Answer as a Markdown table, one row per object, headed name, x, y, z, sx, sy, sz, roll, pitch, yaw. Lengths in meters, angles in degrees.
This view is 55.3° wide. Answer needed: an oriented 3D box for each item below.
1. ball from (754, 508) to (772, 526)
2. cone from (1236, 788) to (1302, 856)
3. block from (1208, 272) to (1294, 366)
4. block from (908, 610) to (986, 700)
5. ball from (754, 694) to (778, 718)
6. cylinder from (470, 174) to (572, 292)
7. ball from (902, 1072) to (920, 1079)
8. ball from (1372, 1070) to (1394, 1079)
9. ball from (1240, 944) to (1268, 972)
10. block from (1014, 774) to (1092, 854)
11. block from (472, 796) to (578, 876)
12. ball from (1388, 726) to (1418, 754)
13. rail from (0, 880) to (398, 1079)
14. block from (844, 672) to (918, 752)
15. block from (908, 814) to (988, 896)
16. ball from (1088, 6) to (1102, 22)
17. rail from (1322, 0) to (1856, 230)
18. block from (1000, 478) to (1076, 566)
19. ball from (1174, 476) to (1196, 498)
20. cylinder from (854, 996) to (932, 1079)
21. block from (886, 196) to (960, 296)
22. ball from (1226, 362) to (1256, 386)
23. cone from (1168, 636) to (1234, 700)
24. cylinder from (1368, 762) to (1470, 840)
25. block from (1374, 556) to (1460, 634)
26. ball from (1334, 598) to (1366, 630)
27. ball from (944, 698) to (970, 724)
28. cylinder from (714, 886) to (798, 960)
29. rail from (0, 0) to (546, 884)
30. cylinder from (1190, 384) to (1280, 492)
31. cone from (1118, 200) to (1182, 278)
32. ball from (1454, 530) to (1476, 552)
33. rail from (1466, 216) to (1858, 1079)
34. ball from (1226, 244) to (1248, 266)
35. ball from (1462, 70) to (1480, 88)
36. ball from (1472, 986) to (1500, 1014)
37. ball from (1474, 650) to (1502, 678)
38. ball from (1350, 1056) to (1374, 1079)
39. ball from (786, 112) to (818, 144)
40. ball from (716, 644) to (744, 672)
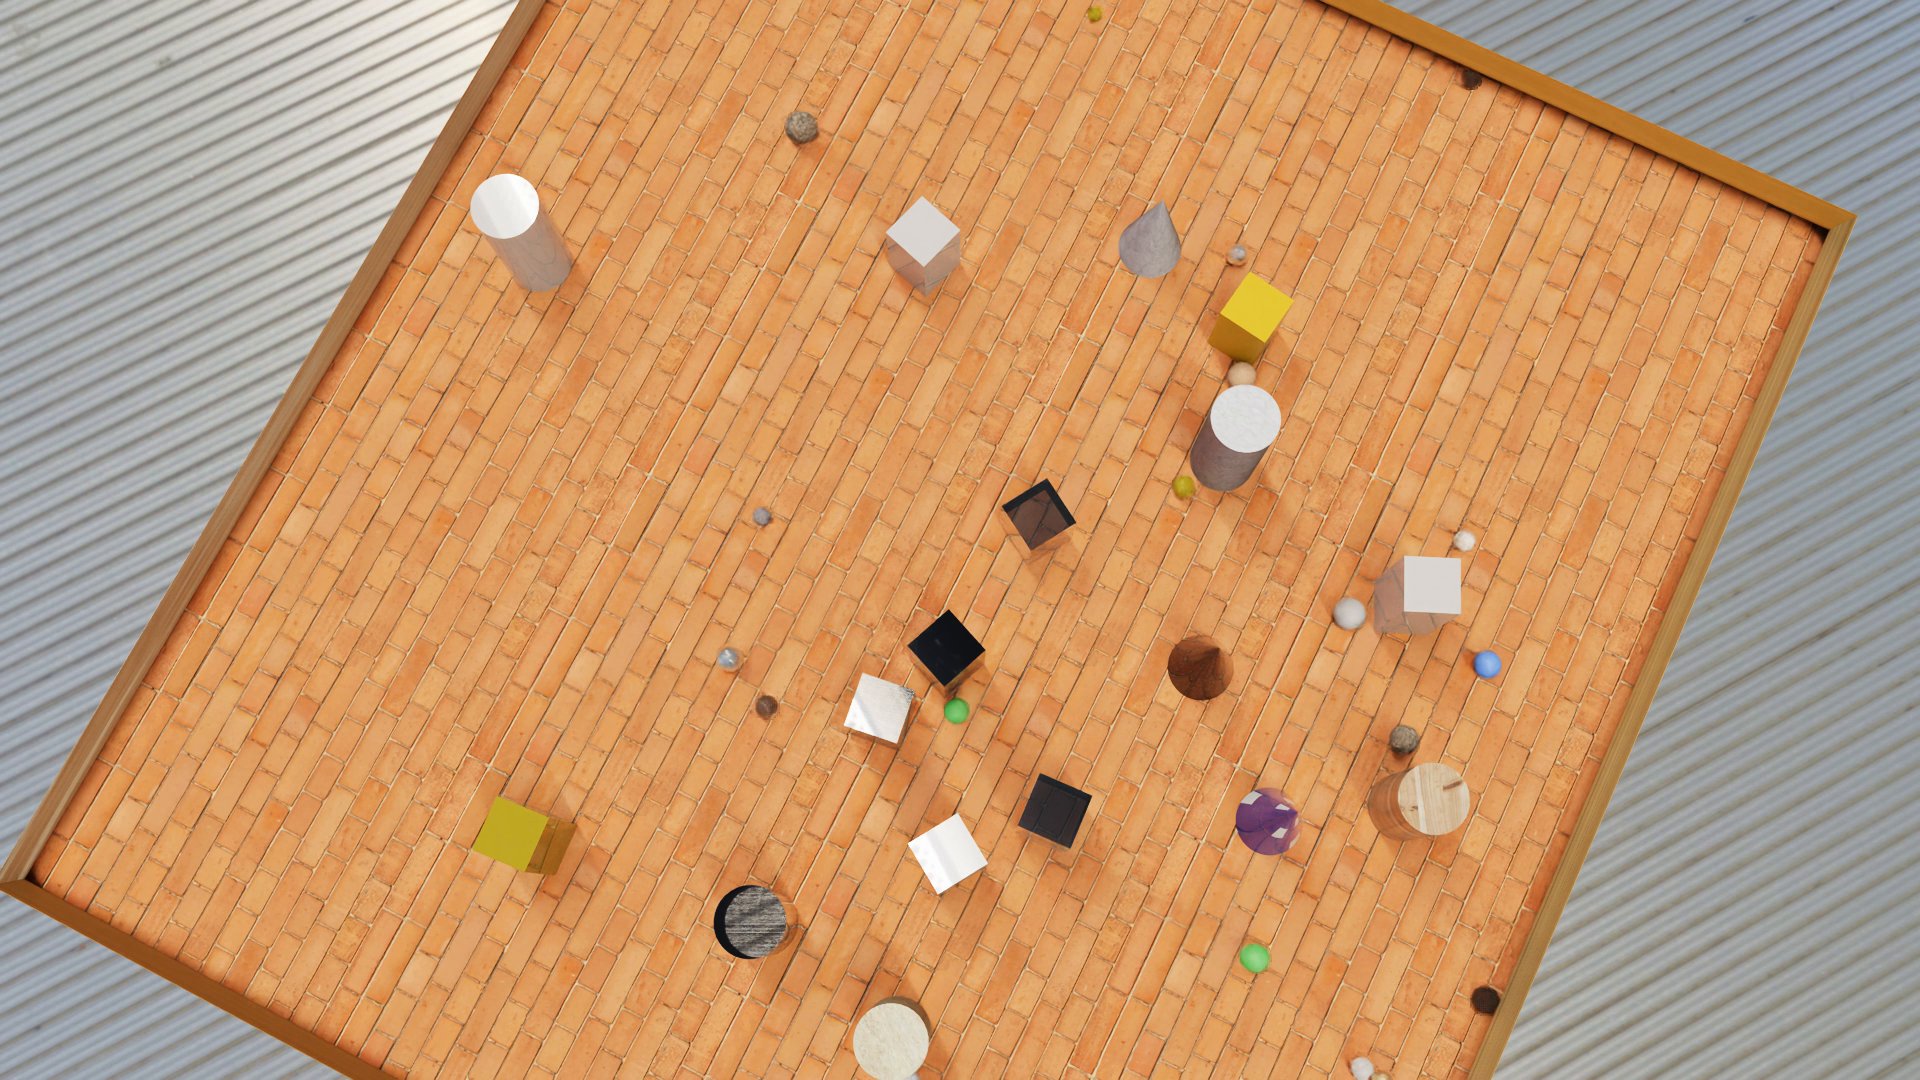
| name | x | y | z | sx | sy | sz | roll | pitch | yaw |
| --- | --- | --- | --- | --- | --- | --- | --- | --- | --- |
| ball | -0.604 | -0.070 | 5.604 | 0.054 | 0.054 | 0.054 | 0 | 78 | 0 |
| cone | 0.918 | 0.787 | 5.210 | 0.200 | 0.476 | 0.200 | 0 | 78 | 0 |
| block | 0.887 | -0.666 | 5.608 | 0.160 | 0.287 | 0.160 | 35 | 80 | 7 |
| block | -0.039 | 0.339 | 5.394 | 0.160 | 0.299 | 0.160 | -41 | 81 | -8 |
| ball | -0.578 | 0.498 | 5.478 | 0.069 | 0.069 | 0.069 | 0 | 78 | 0 |
| cylinder | -1.328 | -0.926 | 5.571 | 0.200 | 0.466 | 0.200 | 0 | 78 | 0 |
| ball | -0.155 | 1.561 | 5.248 | 0.088 | 0.088 | 0.088 | 0 | 78 | 0 |
| ball | 1.214 | 1.552 | 5.264 | 0.062 | 0.062 | 0.062 | 0 | 78 | 0 |
| ball | 0.854 | 1.214 | 5.323 | 0.084 | 0.084 | 0.084 | 0 | 78 | 0 |
| block | 0.264 | 0.789 | 5.269 | 0.160 | 0.361 | 0.160 | 23 | 79 | 5 |
| block | -1.239 | 0.849 | 5.242 | 0.160 | 0.390 | 0.160 | 22 | 79 | 4 |
| ball | 1.320 | 0.595 | 5.449 | 0.087 | 0.087 | 0.087 | 0 | 78 | 0 |
| rail | -0.957 | 1.881 | 5.160 | 4.079 | 0.130 | 0.045 | 26 | 80 | 5 |
| block | -0.230 | 0.507 | 5.380 | 0.160 | 0.258 | 0.160 | 18 | 79 | 4 |
| block | -0.033 | 0.901 | 5.227 | 0.160 | 0.397 | 0.160 | -31 | 80 | -6 |
| ball | 0.439 | -1.705 | 5.945 | 0.048 | 0.048 | 0.048 | 0 | 78 | 0 |
| rail | 0.957 | -1.867 | 5.936 | 4.079 | 0.130 | 0.045 | 26 | 80 | 5 |
| block | 0.232 | -0.051 | 5.503 | 0.160 | 0.244 | 0.160 | -32 | 80 | -6 |
| ball | 0.688 | -0.162 | 5.615 | 0.069 | 0.069 | 0.069 | 0 | 78 | 0 |
| cylinder | -0.183 | 1.377 | 5.085 | 0.200 | 0.483 | 0.200 | 0 | 78 | 0 |
| block | -0.111 | -0.903 | 5.661 | 0.160 | 0.278 | 0.160 | 43 | 81 | 8 |
| ball | 0.872 | -0.507 | 5.675 | 0.091 | 0.091 | 0.091 | 0 | 78 | 0 |
| cone | 0.727 | 0.344 | 5.335 | 0.200 | 0.412 | 0.200 | 0 | 78 | 0 |
| cylinder | 1.313 | 0.756 | 5.263 | 0.200 | 0.386 | 0.200 | 0 | 78 | 0 |
| block | 1.340 | 0.166 | 5.385 | 0.160 | 0.386 | 0.160 | 3 | 78 | 1 |
| ball | 1.174 | 0.221 | 5.521 | 0.097 | 0.097 | 0.097 | 0 | 78 | 0 |
| ball | -0.008 | 0.509 | 5.472 | 0.076 | 0.076 | 0.076 | 0 | 78 | 0 |
| cylinder | -0.574 | 1.083 | 5.195 | 0.200 | 0.387 | 0.200 | 0 | 78 | 0 |
| rail | -1.803 | -0.876 | 5.731 | 0.045 | 0.130 | 4.327 | 26 | 80 | 5 |
| cylinder | 0.811 | -0.296 | 5.432 | 0.200 | 0.481 | 0.200 | 0 | 78 | 0 |
| cone | 0.601 | -0.966 | 5.613 | 0.200 | 0.398 | 0.200 | 0 | 78 | 0 |
| ball | 1.537 | 0.001 | 5.583 | 0.065 | 0.065 | 0.065 | 0 | 78 | 0 |
| rail | 1.803 | 0.890 | 5.365 | 0.045 | 0.130 | 4.327 | 26 | 80 | 5 |
| ball | 0.871 | -0.898 | 5.769 | 0.066 | 0.066 | 0.066 | 0 | 78 | 0 |
| ball | 1.645 | -1.485 | 5.895 | 0.058 | 0.058 | 0.058 | 0 | 78 | 0 |
| ball | 1.520 | 1.330 | 5.301 | 0.079 | 0.079 | 0.079 | 0 | 78 | 0 |
| ball | 1.582 | 0.372 | 5.498 | 0.082 | 0.082 | 0.082 | 0 | 78 | 0 |
| ball | 1.156 | 1.519 | 5.269 | 0.065 | 0.065 | 0.065 | 0 | 78 | 0 |
| ball | -0.504 | -1.314 | 5.838 | 0.100 | 0.100 | 0.100 | 0 | 78 | 0 |
| ball | -0.689 | 0.356 | 5.502 | 0.081 | 0.081 | 0.081 | 0 | 78 | 0 |
